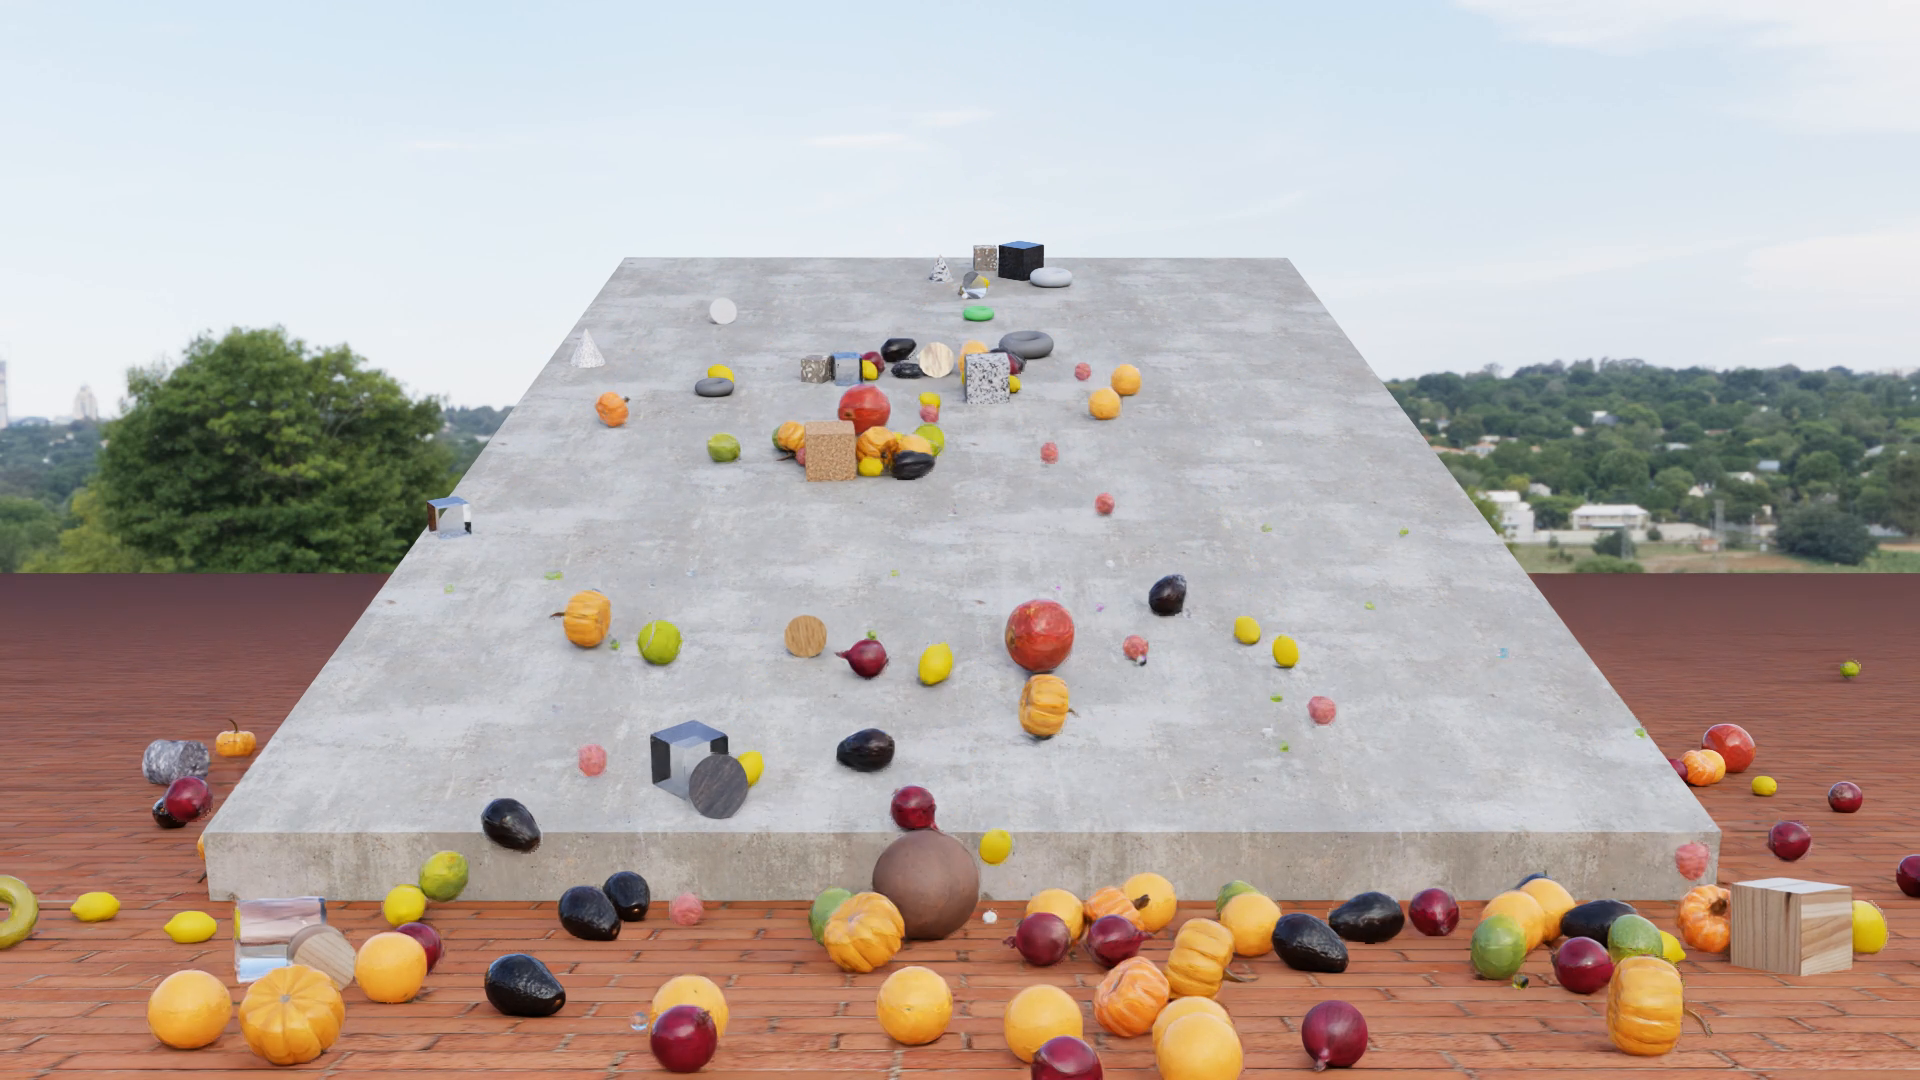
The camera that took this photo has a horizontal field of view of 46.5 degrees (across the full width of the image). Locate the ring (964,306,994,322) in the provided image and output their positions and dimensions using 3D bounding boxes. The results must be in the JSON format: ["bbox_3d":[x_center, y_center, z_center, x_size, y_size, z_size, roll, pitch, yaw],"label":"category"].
[{"bbox_3d":[0.049,-0.600,5.927,0.083,0.028,0.083,-1,19,0],"label":"ring"}]

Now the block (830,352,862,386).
[{"bbox_3d":[-0.267,-0.402,5.257,0.064,0.064,0.064,-4,19,-14],"label":"block"}]

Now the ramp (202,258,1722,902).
[{"bbox_3d":[-0.004,-0.187,4.862,2.000,0.100,4.000,0,18,0],"label":"ramp"}]

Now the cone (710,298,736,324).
[{"bbox_3d":[-0.631,-0.595,5.902,0.072,0.072,0.072,0,-10,-18],"label":"cone"}]

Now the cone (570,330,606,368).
[{"bbox_3d":[-0.906,-0.472,5.433,0.088,0.088,0.088,0,18,0],"label":"cone"}]

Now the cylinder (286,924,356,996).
[{"bbox_3d":[-0.670,0.440,2.347,0.065,0.065,0.065,0,-1,-22],"label":"cylinder"}]

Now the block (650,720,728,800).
[{"bbox_3d":[-0.371,0.302,3.075,0.075,0.075,0.075,-16,24,-41],"label":"block"}]

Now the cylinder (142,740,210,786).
[{"bbox_3d":[-1.593,0.452,4.547,0.092,0.092,0.092,0,-1,23],"label":"cylinder"}]

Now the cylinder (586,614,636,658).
[{"bbox_3d":[-0.559,0.160,3.585,0.076,0.076,0.076,-5,-1,0],"label":"cylinder"}]

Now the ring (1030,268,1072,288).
[{"bbox_3d":[0.259,-0.746,6.357,0.122,0.041,0.122,1,19,0],"label":"ring"}]

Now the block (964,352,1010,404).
[{"bbox_3d":[0.061,-0.368,5.105,0.096,0.096,0.096,-1,18,-4],"label":"block"}]

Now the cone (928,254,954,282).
[{"bbox_3d":[-0.056,-0.782,6.407,0.077,0.077,0.077,0,18,0],"label":"cone"}]

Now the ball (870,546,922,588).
[{"bbox_3d":[-0.111,0.054,3.909,0.090,0.090,0.090,0,-1,0],"label":"ball"}]

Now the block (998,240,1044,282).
[{"bbox_3d":[0.176,-0.805,6.452,0.093,0.093,0.093,15,23,38],"label":"block"}]

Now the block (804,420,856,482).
[{"bbox_3d":[-0.262,-0.179,4.517,0.099,0.099,0.099,-2,18,-5],"label":"block"}]

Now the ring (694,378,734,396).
[{"bbox_3d":[-0.567,-0.353,5.161,0.091,0.030,0.091,-1,19,0],"label":"ring"}]

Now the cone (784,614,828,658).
[{"bbox_3d":[-0.243,0.158,3.589,0.068,0.068,0.068,0,-9,4],"label":"cone"}]

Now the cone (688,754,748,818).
[{"bbox_3d":[-0.309,0.336,3.028,0.086,0.086,0.086,0,-10,19],"label":"cone"}]

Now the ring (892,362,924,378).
[{"bbox_3d":[-0.125,-0.403,5.326,0.077,0.026,0.077,1,18,0],"label":"ring"}]

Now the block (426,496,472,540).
[{"bbox_3d":[-0.948,-0.041,4.150,0.061,0.061,0.061,-11,21,-31],"label":"block"}]

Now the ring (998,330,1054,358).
[{"bbox_3d":[0.164,-0.483,5.537,0.137,0.046,0.137,-2,21,1],"label":"ring"}]

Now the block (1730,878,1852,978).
[{"bbox_3d":[0.923,0.429,2.483,0.090,0.090,0.090,0,-1,-34],"label":"block"}]

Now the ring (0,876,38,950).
[{"bbox_3d":[-1.119,0.432,2.596,0.093,0.093,0.031,0,-32,-29],"label":"ring"}]

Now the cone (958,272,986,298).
[{"bbox_3d":[0.017,-0.694,6.204,0.080,0.080,0.080,1,-13,-37],"label":"cone"}]

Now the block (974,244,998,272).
[{"bbox_3d":[0.074,-0.828,6.567,0.065,0.065,0.065,-1,18,-4],"label":"block"}]
